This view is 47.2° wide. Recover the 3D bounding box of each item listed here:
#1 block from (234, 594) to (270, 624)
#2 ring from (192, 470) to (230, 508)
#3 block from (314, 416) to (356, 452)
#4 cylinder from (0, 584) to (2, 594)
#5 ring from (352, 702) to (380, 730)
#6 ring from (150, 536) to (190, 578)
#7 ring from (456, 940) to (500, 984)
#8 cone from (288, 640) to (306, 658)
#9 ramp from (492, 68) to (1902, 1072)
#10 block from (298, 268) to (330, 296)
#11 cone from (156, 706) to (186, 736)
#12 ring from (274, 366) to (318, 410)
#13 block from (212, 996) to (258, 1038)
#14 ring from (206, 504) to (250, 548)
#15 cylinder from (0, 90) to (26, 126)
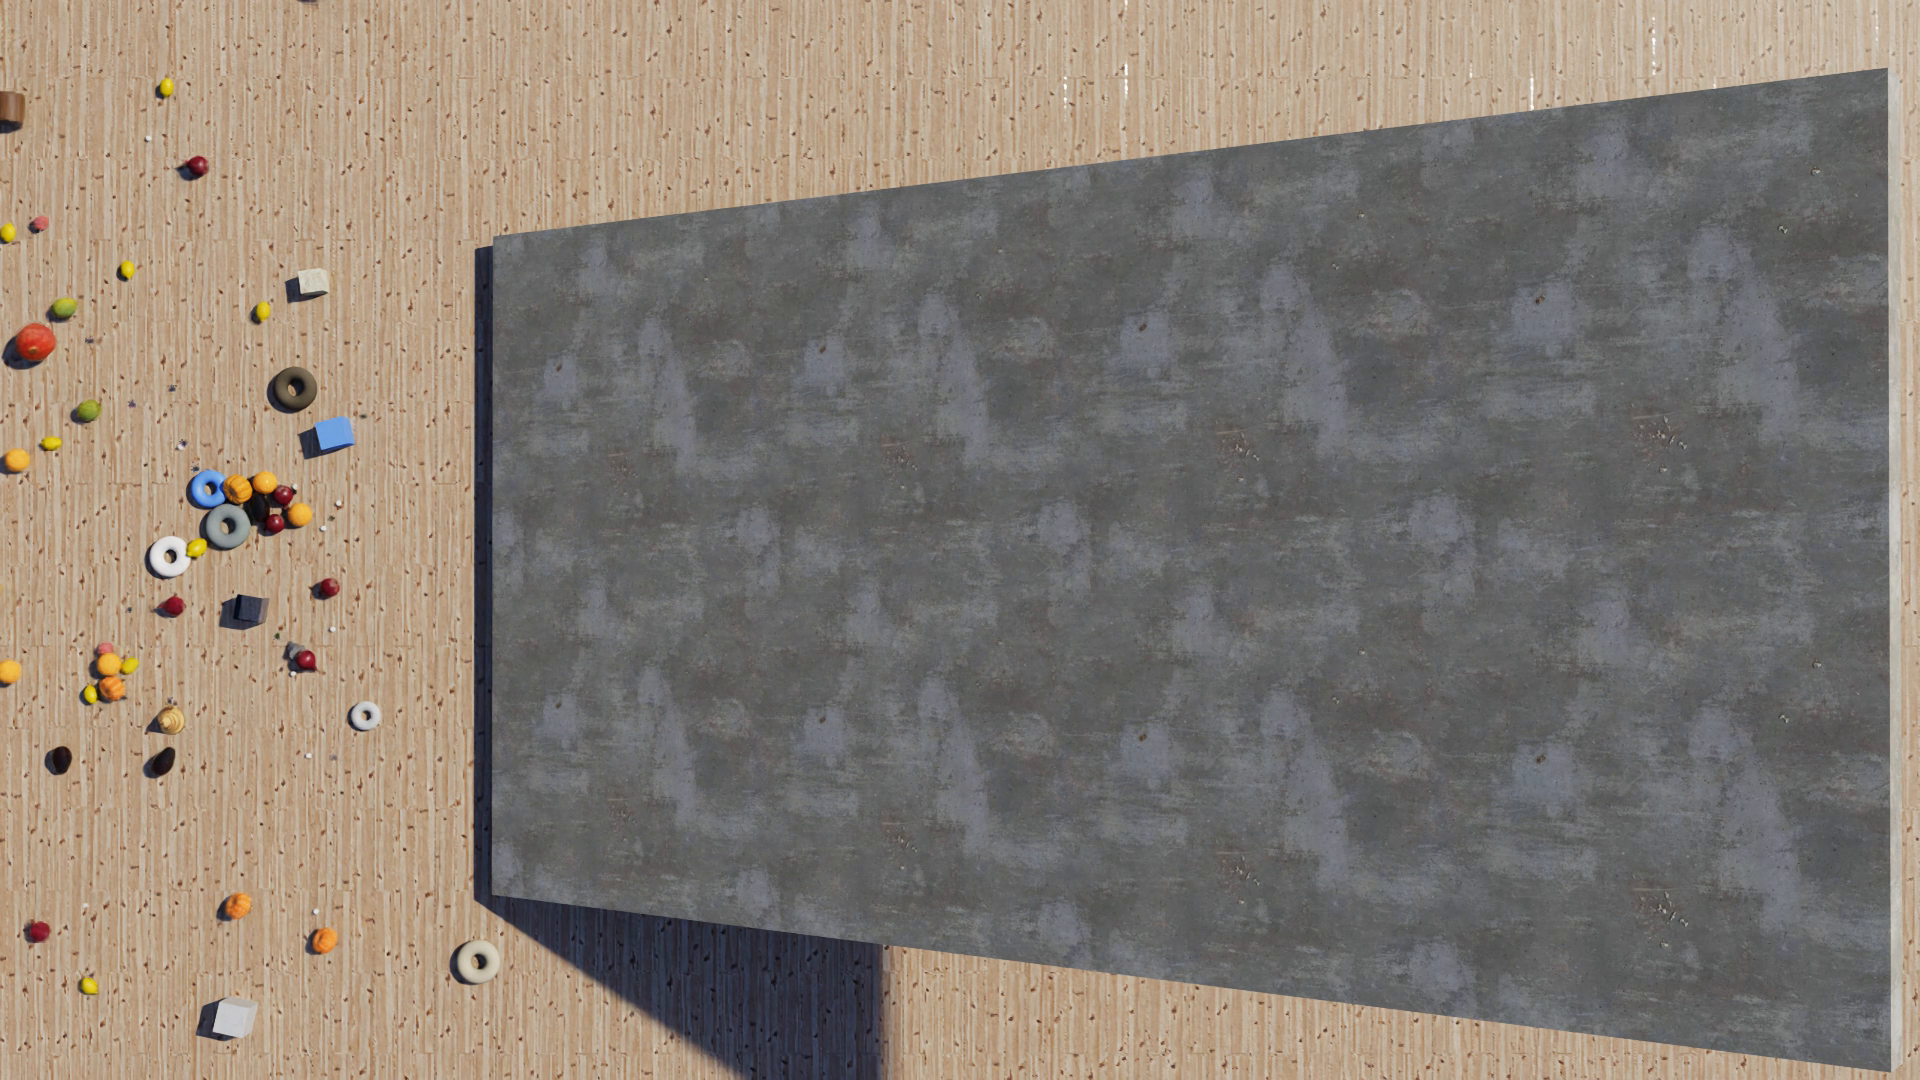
[{"bbox_3d":[-2.165,0.209,6.722,0.077,0.077,0.077,10,90,0],"label":"block"},{"bbox_3d":[-2.300,-0.157,6.744,0.116,0.039,0.116,0,90,-1],"label":"ring"},{"bbox_3d":[-1.910,-0.325,6.722,0.084,0.084,0.084,-14,90,0],"label":"block"},{"bbox_3d":[-2.966,0.159,6.732,0.055,0.055,0.055,18,90,0],"label":"cylinder"},{"bbox_3d":[-1.821,0.539,6.742,0.091,0.030,0.091,0,91,0],"label":"ring"},{"bbox_3d":[-2.421,0.051,6.740,0.126,0.042,0.126,0,89,1],"label":"ring"},{"bbox_3d":[-1.474,1.291,6.729,0.136,0.045,0.136,0,88,0],"label":"ring"},{"bbox_3d":[-2.046,0.326,6.747,0.055,0.055,0.055,-46,63,0],"label":"cone"},{"bbox_3d":[0.244,0.067,5.568,4.000,0.100,2.000,0,89,35],"label":"ramp"},{"bbox_3d":[-1.979,-0.790,6.734,0.068,0.068,0.068,-8,90,0],"label":"block"},{"bbox_3d":[-2.425,0.554,6.712,0.090,0.090,0.090,0,90,0],"label":"cone"},{"bbox_3d":[-2.039,-0.464,6.743,0.135,0.045,0.135,0,91,0],"label":"ring"},{"bbox_3d":[-2.208,1.454,6.704,0.092,0.092,0.092,13,90,0],"label":"block"},{"bbox_3d":[-2.244,-0.043,6.739,0.139,0.046,0.139,0,91,1],"label":"ring"},{"bbox_3d":[-2.908,-1.321,6.728,0.088,0.088,0.088,5,90,0],"label":"cylinder"}]
